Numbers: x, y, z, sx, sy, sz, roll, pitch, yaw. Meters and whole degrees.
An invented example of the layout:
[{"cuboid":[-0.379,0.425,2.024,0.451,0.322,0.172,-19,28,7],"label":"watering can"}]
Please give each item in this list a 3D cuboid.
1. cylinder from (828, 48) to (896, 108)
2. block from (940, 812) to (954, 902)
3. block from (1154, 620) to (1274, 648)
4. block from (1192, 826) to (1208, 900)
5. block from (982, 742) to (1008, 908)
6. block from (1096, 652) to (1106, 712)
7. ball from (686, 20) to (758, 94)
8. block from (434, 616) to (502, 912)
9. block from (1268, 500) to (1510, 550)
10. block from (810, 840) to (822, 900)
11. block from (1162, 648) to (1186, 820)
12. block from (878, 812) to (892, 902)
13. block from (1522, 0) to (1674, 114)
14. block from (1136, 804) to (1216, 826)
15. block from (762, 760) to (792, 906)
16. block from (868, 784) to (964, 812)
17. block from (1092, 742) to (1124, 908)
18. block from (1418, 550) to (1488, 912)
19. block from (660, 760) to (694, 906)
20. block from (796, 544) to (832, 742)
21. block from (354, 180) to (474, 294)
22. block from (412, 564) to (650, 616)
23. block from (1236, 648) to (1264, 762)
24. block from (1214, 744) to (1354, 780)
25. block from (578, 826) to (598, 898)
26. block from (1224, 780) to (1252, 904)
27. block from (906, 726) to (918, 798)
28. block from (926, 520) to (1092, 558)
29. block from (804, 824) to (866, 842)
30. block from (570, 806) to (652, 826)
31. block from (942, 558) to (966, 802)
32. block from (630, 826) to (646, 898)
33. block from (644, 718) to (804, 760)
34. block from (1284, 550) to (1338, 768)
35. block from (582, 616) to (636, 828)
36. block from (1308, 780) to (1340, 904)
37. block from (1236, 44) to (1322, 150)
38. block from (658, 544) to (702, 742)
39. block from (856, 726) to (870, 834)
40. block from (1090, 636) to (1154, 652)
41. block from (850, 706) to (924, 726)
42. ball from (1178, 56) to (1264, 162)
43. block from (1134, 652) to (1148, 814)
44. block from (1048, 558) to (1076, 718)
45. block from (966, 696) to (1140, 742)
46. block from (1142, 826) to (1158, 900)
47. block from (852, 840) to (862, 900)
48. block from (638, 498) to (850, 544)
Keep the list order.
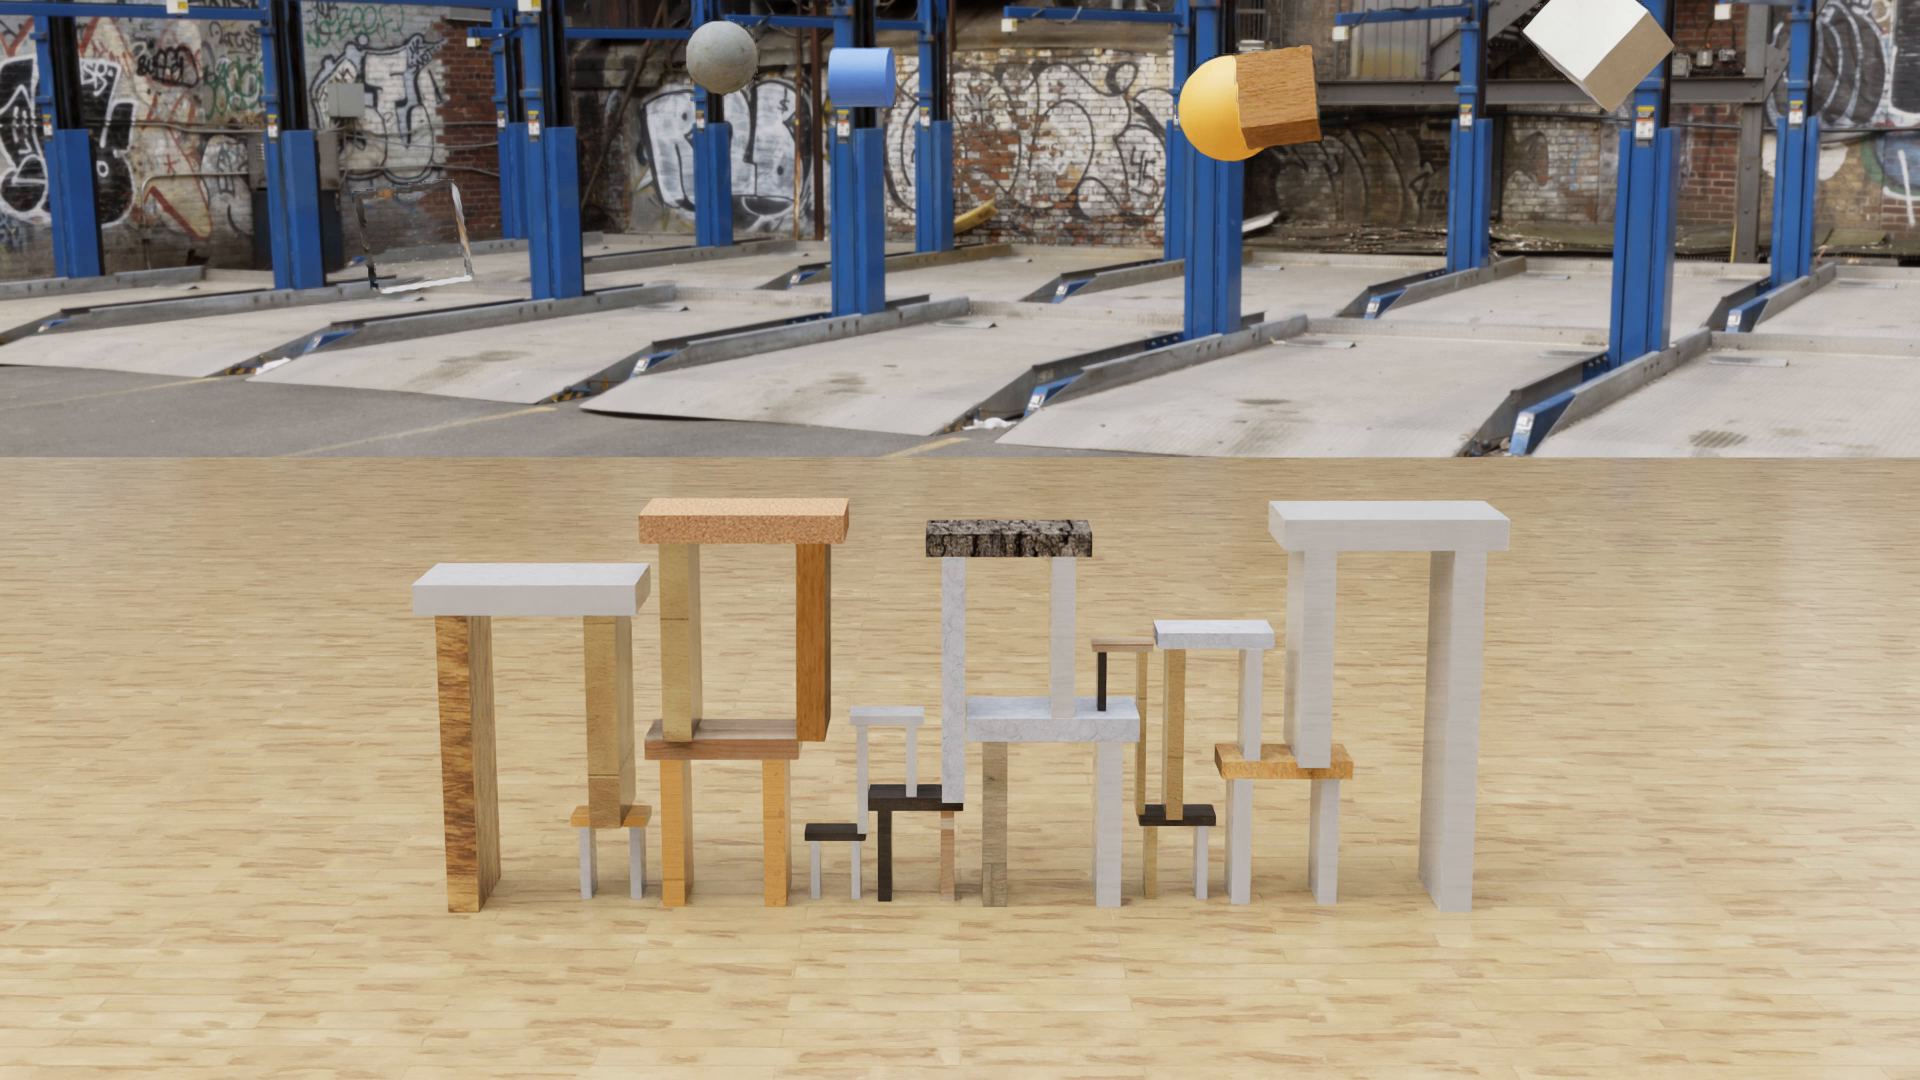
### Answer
[{"cuboid":[-0.254,-1.199,5.705,0.150,0.150,0.150,2,11,8],"label":"cylinder"},{"cuboid":[-0.021,0.513,3.655,0.022,0.156,0.078,0,11,0],"label":"block"},{"cuboid":[0.413,0.154,3.586,0.187,0.027,0.094,0,11,0],"label":"block"},{"cuboid":[0.400,0.527,3.662,0.018,0.126,0.063,0,11,0],"label":"block"},{"cuboid":[0.057,0.452,3.648,0.040,0.280,0.140,0,11,0],"label":"block"},{"cuboid":[0.232,0.227,3.605,0.014,0.099,0.050,0,11,0],"label":"block"},{"cuboid":[-0.646,-1.307,5.961,0.196,0.196,0.196,0,11,0],"label":"ball"},{"cuboid":[-0.808,0.347,3.622,0.050,0.495,0.176,0,11,0],"label":"block"},{"cuboid":[0.689,-0.024,3.555,0.356,0.050,0.178,0,11,0],"label":"block"},{"cuboid":[-0.239,0.541,3.657,0.014,0.101,0.050,0,11,0],"label":"block"},{"cuboid":[0.350,0.308,3.614,0.027,0.287,0.094,0,11,0],"label":"block"},{"cuboid":[-0.124,0.513,3.655,0.022,0.156,0.078,0,11,0],"label":"block"},{"cuboid":[1.803,-1.415,6.207,0.252,0.252,0.252,20,27,-54],"label":"block"},{"cuboid":[0.358,0.457,3.648,0.126,0.018,0.063,0,11,0],"label":"block"},{"cuboid":[-0.303,0.467,3.646,0.035,0.249,0.125,0,11,0],"label":"block"},{"cuboid":[-0.072,0.426,3.639,0.156,0.022,0.078,0,11,0],"label":"block"},{"cuboid":[0.244,0.452,3.648,0.040,0.280,0.140,0,11,0],"label":"block"},{"cuboid":[0.808,0.295,3.615,0.050,0.599,0.178,0,11,0],"label":"block"},{"cuboid":[-0.469,0.467,3.646,0.035,0.249,0.125,0,11,0],"label":"block"},{"cuboid":[-0.238,0.151,3.591,0.046,0.324,0.162,1,10,0],"label":"block"},{"cuboid":[-1.507,-0.836,6.092,0.258,0.258,0.258,-10,5,-7],"label":"block"},{"cuboid":[-0.691,0.079,3.572,0.353,0.050,0.176,0,11,0],"label":"block"},{"cuboid":[0.475,0.259,3.605,0.027,0.187,0.094,0,11,0],"label":"block"},{"cuboid":[0.533,0.365,3.629,0.213,0.030,0.107,0,11,0],"label":"block"},{"cuboid":[-0.619,0.528,3.663,0.018,0.124,0.062,0,11,0],"label":"block"},{"cuboid":[0.462,0.485,3.651,0.030,0.213,0.107,0,11,0],"label":"block"},{"cuboid":[-0.079,0.356,3.623,0.017,0.121,0.060,0,11,0],"label":"block"},{"cuboid":[0.078,-0.003,3.560,0.265,0.037,0.132,0,11,0],"label":"block"},{"cuboid":[-0.206,0.484,3.647,0.101,0.014,0.050,0,11,0],"label":"block"},{"cuboid":[-0.579,0.458,3.651,0.124,0.018,0.062,0,11,0],"label":"block"},{"cuboid":[-0.010,0.215,3.600,0.037,0.406,0.132,0,11,0],"label":"block"},{"cuboid":[-0.536,0.528,3.663,0.018,0.124,0.062,0,11,0],"label":"block"},{"cuboid":[-0.386,0.328,3.620,0.249,0.035,0.125,0,11,0],"label":"block"},{"cuboid":[0.571,0.176,3.592,0.050,0.356,0.178,0,11,0],"label":"block"},{"cuboid":[-0.574,0.277,3.610,0.050,0.353,0.176,0,11,0],"label":"block"},{"cuboid":[0.604,0.485,3.651,0.030,0.213,0.107,0,11,0],"label":"block"},{"cuboid":[0.794,-1.100,5.473,0.186,0.186,0.186,-5,-7,12],"label":"block"},{"cuboid":[-0.455,0.150,3.590,0.046,0.324,0.162,0,11,0],"label":"block"},{"cuboid":[-0.160,0.387,3.628,0.017,0.183,0.060,0,11,0],"label":"block"},{"cuboid":[0.265,0.171,3.595,0.099,0.014,0.050,0,11,0],"label":"block"},{"cuboid":[-0.120,0.289,3.610,0.121,0.017,0.060,0,11,0],"label":"block"},{"cuboid":[0.734,-1.170,5.966,0.282,0.282,0.282,0,11,0],"label":"ball"},{"cuboid":[0.298,0.313,3.621,0.014,0.275,0.050,0,11,0],"label":"block"},{"cuboid":[0.166,0.146,3.588,0.037,0.265,0.132,0,11,0],"label":"block"},{"cuboid":[0.150,0.294,3.619,0.280,0.040,0.140,0,11,0],"label":"block"},{"cuboid":[0.316,0.527,3.662,0.018,0.126,0.063,0,11,0],"label":"block"},{"cuboid":[-0.172,0.541,3.657,0.014,0.101,0.050,0,11,0],"label":"block"},{"cuboid":[-0.345,-0.031,3.556,0.324,0.046,0.162,0,11,0],"label":"block"}]
